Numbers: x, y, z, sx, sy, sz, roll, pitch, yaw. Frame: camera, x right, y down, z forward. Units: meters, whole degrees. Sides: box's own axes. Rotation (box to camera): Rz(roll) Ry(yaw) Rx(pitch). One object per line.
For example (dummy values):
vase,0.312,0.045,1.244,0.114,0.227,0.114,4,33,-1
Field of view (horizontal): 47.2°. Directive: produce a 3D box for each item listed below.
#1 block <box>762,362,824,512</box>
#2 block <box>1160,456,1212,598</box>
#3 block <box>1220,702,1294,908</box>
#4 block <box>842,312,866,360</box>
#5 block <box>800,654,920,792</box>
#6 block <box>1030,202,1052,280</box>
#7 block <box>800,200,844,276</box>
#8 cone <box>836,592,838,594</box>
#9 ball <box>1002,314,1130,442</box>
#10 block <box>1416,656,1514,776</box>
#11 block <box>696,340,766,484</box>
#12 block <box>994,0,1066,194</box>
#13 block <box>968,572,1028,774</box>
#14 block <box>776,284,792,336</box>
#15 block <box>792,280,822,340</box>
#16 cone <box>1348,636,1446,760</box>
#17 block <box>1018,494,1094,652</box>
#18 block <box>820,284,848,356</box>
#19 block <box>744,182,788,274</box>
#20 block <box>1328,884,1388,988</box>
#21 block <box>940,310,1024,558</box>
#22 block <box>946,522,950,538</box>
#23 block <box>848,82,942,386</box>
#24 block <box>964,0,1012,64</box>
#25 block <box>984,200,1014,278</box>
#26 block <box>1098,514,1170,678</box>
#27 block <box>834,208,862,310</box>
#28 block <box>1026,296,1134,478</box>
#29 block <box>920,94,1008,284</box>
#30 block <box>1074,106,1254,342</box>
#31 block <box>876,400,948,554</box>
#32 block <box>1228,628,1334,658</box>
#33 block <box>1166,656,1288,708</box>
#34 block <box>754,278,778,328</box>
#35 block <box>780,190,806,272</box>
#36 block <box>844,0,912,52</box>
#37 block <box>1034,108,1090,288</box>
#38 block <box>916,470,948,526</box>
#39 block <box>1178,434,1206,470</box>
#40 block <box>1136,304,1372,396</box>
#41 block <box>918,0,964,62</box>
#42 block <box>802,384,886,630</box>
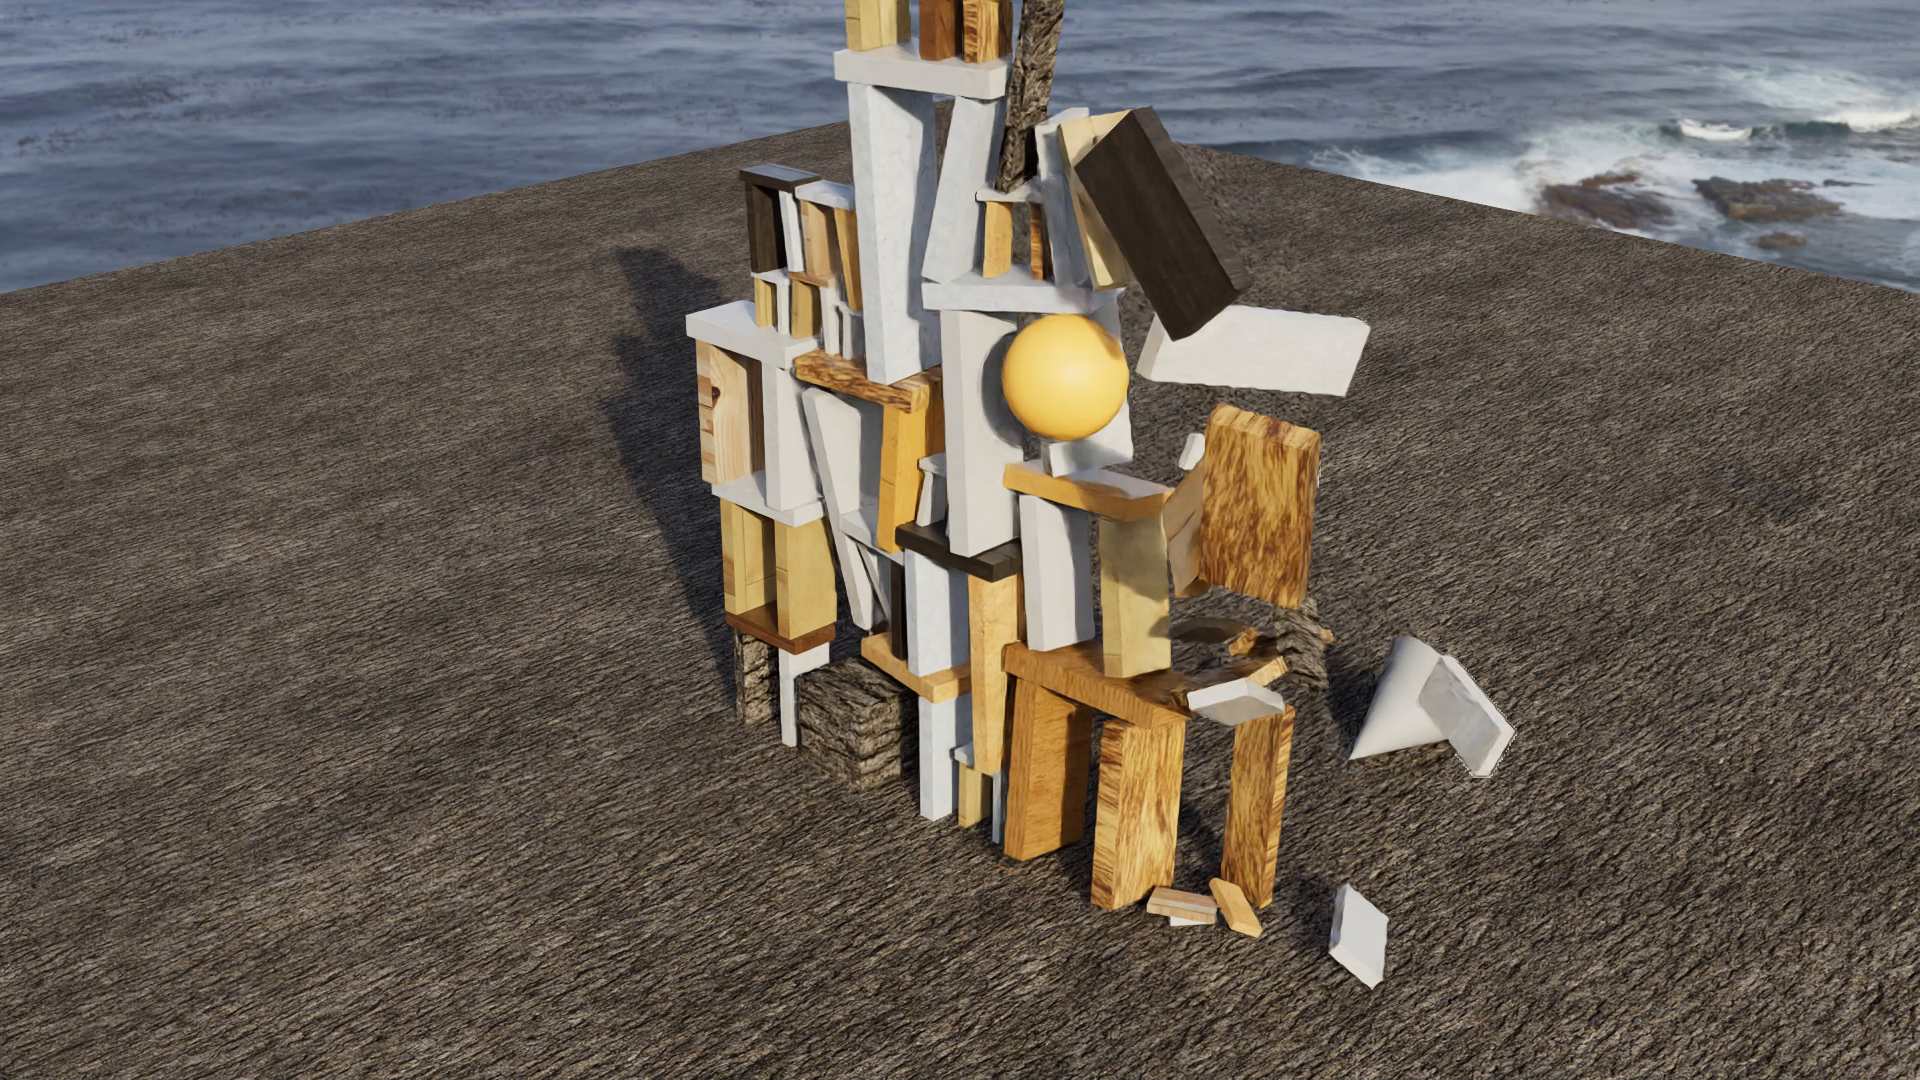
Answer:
block,-0.324,-0.229,4.473,0.044,0.310,0.155,21,31,40
block,0.418,-0.033,3.690,0.047,0.166,0.332,-5,-18,-13
block,0.543,0.472,4.032,0.030,0.472,0.104,-26,43,-32
block,-0.205,-0.401,4.268,0.014,0.096,0.048,24,34,36
block,-0.199,0.379,4.621,0.193,0.193,0.193,-21,31,-40
block,0.148,-0.546,3.932,0.021,0.145,0.072,8,30,19
block,-0.267,-0.591,4.257,0.075,0.149,0.021,-21,25,-40
cone,-0.366,0.130,5.183,0.177,0.177,0.177,-4,20,23
ball,0.187,-0.289,3.910,0.226,0.226,0.226,0,23,0
block,0.889,0.309,3.877,0.029,0.102,0.203,3,35,-29
block,-0.472,-0.285,4.607,0.044,0.310,0.155,21,31,40
block,0.126,-0.810,3.778,0.029,0.434,0.102,25,39,20
block,0.081,0.244,4.250,0.037,0.405,0.131,17,27,42
block,-0.340,-0.465,4.390,0.015,0.103,0.051,21,31,40
block,-0.303,-0.463,4.358,0.061,0.122,0.017,-22,36,-40
cone,0.924,0.389,4.692,0.265,0.265,0.265,-38,35,-14
block,0.186,0.053,4.191,0.042,0.295,0.148,3,10,43
block,-0.240,-0.434,4.293,0.017,0.135,0.061,15,27,41
block,-0.384,-0.627,4.371,0.079,0.180,0.022,-21,27,-40
block,0.720,0.713,3.969,0.102,0.029,0.203,40,26,-5
block,0.045,-0.216,4.113,0.047,0.470,0.164,15,26,40
block,0.008,-0.065,4.207,0.060,0.120,0.017,-20,43,-42
block,-0.113,-0.584,4.097,0.049,0.566,0.173,16,30,38
block,0.049,-0.936,3.798,0.029,0.204,0.102,18,31,34
block,0.070,-0.553,3.979,0.021,0.145,0.072,13,27,23
block,0.325,0.098,4.077,0.042,0.295,0.148,2,7,42
block,-0.190,-0.541,4.192,0.075,0.192,0.021,-21,20,-38
block,0.221,-0.295,4.069,0.164,0.329,0.047,-12,16,-17
block,0.024,-0.647,3.954,0.049,0.347,0.173,25,33,20
block,0.322,-0.502,3.501,0.047,0.332,0.166,-21,-12,-40
block,-0.085,-0.138,4.280,0.153,0.306,0.043,-23,39,-40
block,0.602,0.193,4.112,0.232,0.067,0.019,4,52,-42
block,0.476,0.254,3.931,0.104,0.030,0.209,-27,6,-36
block,-0.389,-0.484,4.435,0.015,0.103,0.051,21,31,40
block,-0.306,-0.609,4.293,0.079,0.157,0.022,-20,23,-38
block,-0.151,-1.016,3.932,0.036,0.257,0.129,19,32,38
block,0.198,-0.604,3.874,0.041,0.287,0.144,2,22,28
block,-0.048,-0.087,4.258,0.060,0.120,0.017,-20,43,-42
block,0.477,-0.163,4.168,0.133,0.067,0.019,3,24,-39
block,0.549,-0.355,4.074,0.510,0.144,0.041,1,27,-38
block,-0.019,-0.977,3.829,0.036,0.257,0.129,17,32,33
block,-0.197,-0.085,4.499,0.153,0.564,0.043,-31,38,-28
